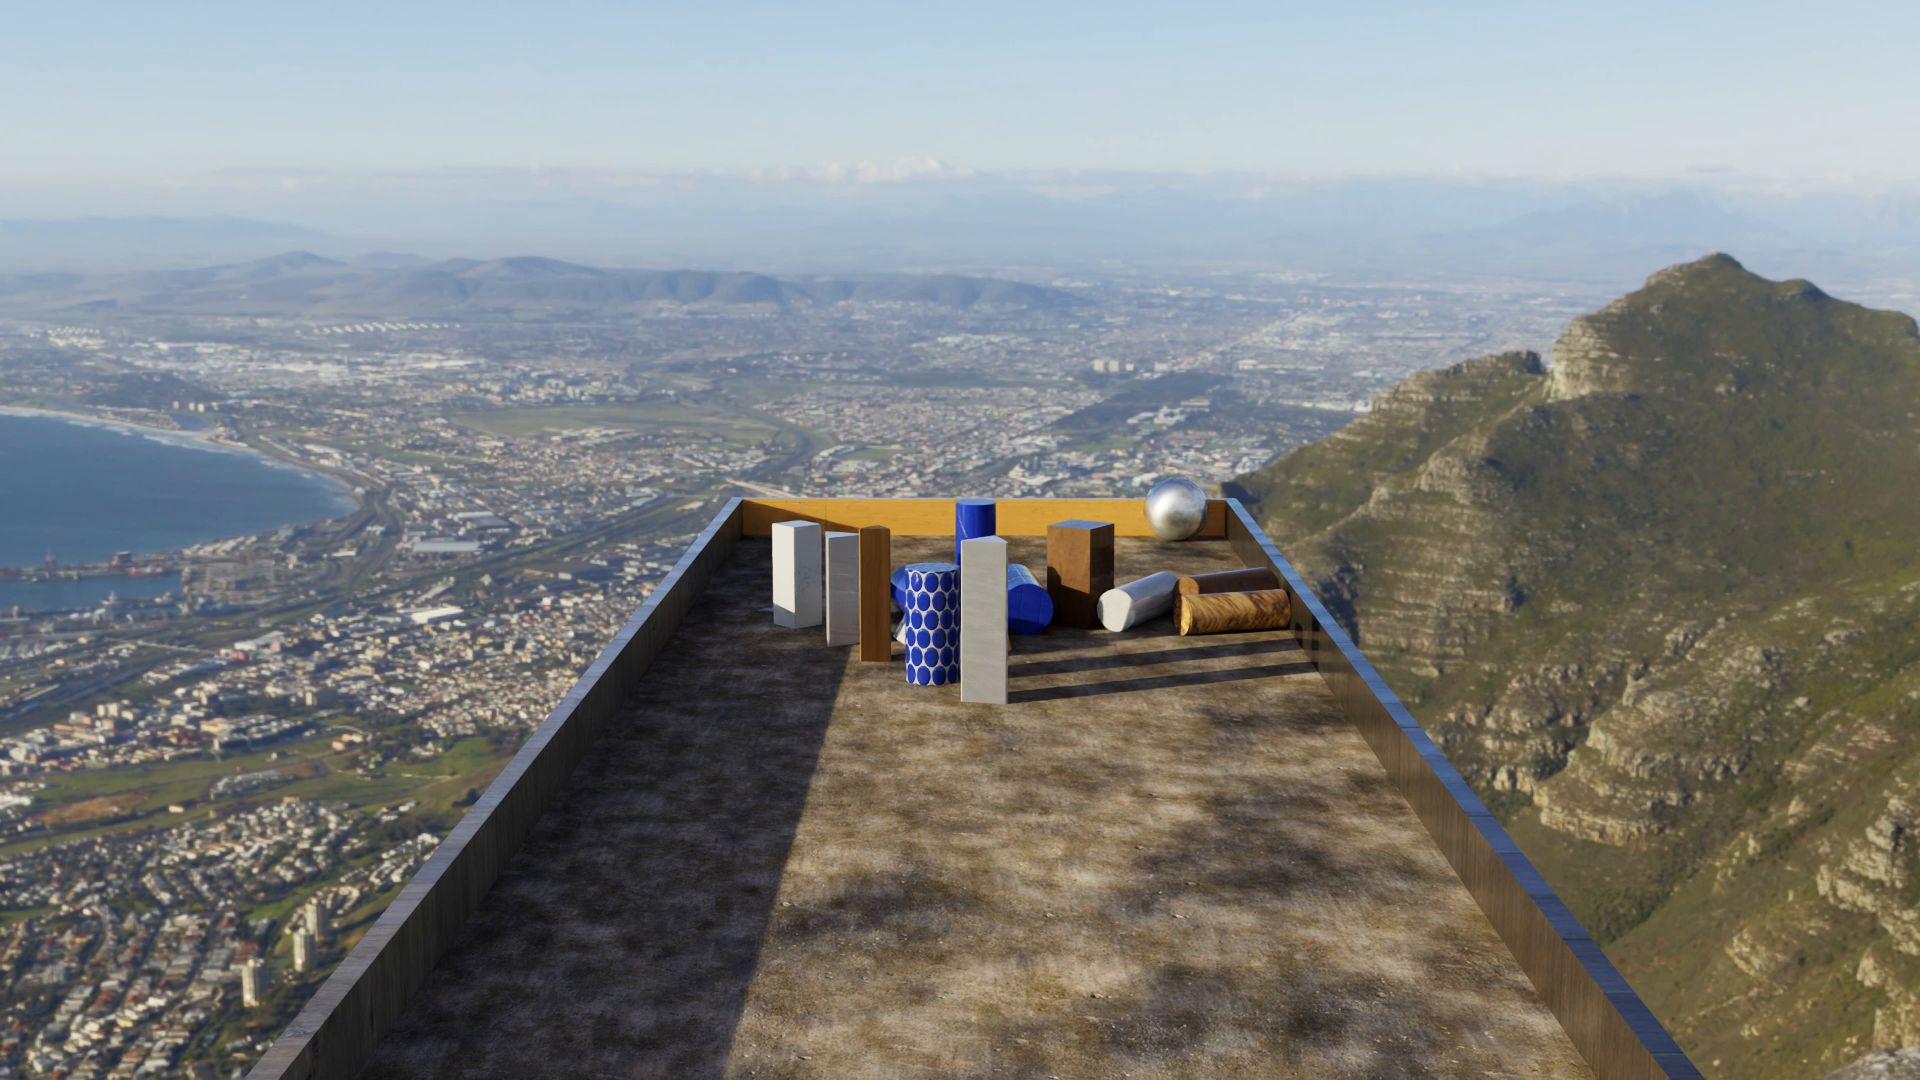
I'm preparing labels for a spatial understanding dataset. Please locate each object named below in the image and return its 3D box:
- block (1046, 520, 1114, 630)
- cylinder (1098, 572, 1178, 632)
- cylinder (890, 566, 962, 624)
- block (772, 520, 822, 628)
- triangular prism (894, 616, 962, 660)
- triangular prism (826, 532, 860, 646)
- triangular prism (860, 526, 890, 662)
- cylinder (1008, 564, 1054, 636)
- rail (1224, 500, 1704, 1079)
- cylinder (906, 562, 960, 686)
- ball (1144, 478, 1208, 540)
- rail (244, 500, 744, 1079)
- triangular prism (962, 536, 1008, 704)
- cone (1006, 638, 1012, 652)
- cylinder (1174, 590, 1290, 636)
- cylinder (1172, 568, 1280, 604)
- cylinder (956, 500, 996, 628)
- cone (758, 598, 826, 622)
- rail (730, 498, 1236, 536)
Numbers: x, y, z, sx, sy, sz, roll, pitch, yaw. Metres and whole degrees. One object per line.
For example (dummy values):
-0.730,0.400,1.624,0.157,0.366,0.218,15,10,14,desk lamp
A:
0.397,0.112,7.246,0.162,0.331,0.162,6,11,33,block
0.601,0.202,7.291,0.140,0.140,0.380,5,10,29,cylinder
-0.112,0.195,7.249,0.167,0.167,0.390,-2,9,-15,cylinder
-0.535,0.112,7.231,0.114,0.335,0.114,-8,12,-41,block
-0.086,0.275,6.856,0.144,0.125,0.381,-3,10,-18,triangular prism
-0.391,0.151,6.951,0.136,0.346,0.118,-6,11,-34,triangular prism
-0.253,0.162,6.688,0.093,0.407,0.080,1,9,6,triangular prism
0.199,0.193,7.256,0.168,0.168,0.388,-1,9,-5,cylinder
1.046,0.843,3.208,0.050,0.150,12.000,0,9,1,rail
-0.080,0.243,6.412,0.160,0.333,0.160,0,9,0,cylinder
0.880,-0.126,8.976,0.259,0.259,0.259,0,9,0,ball
-1.004,0.839,3.234,0.050,0.150,12.000,0,9,1,rail
0.082,0.221,6.162,0.132,0.455,0.114,2,9,15,triangular prism
0.077,0.175,6.848,0.169,0.330,0.169,0,9,0,cone
0.882,0.233,7.129,0.357,0.128,0.128,-3,9,-18,cylinder
0.889,0.185,7.340,0.335,0.158,0.158,-6,11,-33,cylinder
0.052,0.078,7.206,0.133,0.409,0.133,0,9,0,cylinder
-0.518,0.234,7.358,0.456,0.109,0.109,-2,6,37,cone
0.099,-0.098,9.147,2.100,0.150,0.050,0,9,1,rail
